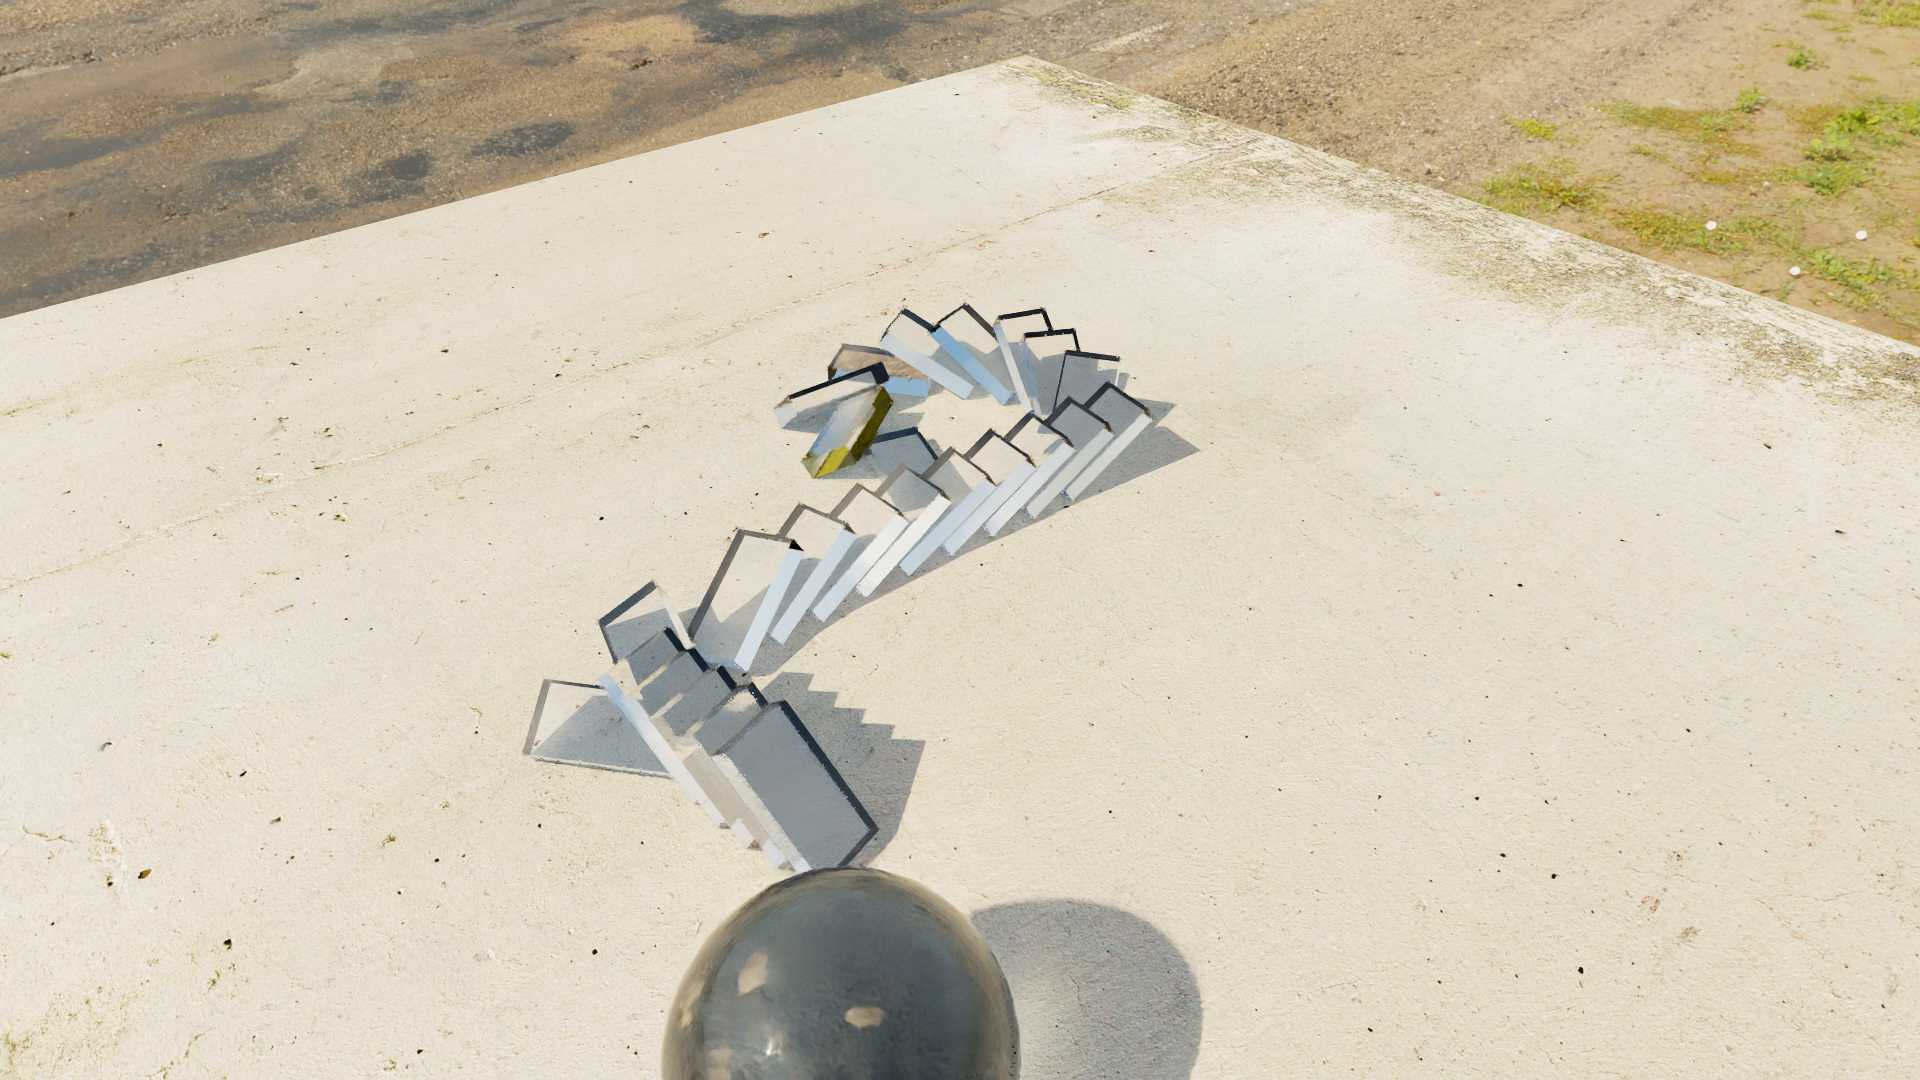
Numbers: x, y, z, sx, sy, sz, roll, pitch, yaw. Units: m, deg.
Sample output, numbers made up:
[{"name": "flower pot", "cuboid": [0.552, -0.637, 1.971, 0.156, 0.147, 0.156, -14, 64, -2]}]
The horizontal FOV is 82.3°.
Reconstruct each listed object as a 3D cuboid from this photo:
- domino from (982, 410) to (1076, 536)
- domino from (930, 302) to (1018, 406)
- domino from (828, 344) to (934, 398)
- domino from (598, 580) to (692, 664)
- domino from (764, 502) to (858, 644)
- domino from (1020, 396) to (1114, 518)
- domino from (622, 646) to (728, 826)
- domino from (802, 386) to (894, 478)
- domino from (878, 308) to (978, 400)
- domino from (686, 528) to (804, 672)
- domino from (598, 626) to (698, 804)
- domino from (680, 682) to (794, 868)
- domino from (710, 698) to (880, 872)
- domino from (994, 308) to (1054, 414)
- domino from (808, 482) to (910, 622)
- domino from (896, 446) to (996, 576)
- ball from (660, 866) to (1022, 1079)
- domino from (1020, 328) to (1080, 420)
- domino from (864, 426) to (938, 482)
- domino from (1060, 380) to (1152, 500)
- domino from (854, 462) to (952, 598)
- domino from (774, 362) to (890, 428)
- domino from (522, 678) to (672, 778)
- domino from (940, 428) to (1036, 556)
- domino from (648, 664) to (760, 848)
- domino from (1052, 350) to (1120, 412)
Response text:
[{"name": "domino", "cuboid": [0.021, -0.028, 0.459, 0.050, 0.010, 0.025, -46, 52, -5]}, {"name": "domino", "cuboid": [0.012, -0.091, 0.536, 0.050, 0.010, 0.025, 44, 50, 4]}, {"name": "domino", "cuboid": [-0.038, -0.085, 0.547, 0.050, 0.010, 0.025, 9, 40, 10]}, {"name": "domino", "cuboid": [-0.109, 0.039, 0.388, 0.025, 0.010, 0.050, -37, 47, -3]}, {"name": "domino", "cuboid": [-0.063, 0.012, 0.411, 0.025, 0.010, 0.050, 22, 70, 31]}, {"name": "domino", "cuboid": [0.039, -0.035, 0.467, 0.050, 0.010, 0.025, -46, 54, -5]}, {"name": "domino", "cuboid": [-0.079, 0.061, 0.342, 0.010, 0.050, 0.025, -21, 16, 48]}, {"name": "domino", "cuboid": [-0.050, -0.049, 0.494, 0.025, 0.010, 0.050, -16, 31, 30]}, {"name": "domino", "cuboid": [-0.012, -0.091, 0.539, 0.050, 0.009, 0.025, 32, 43, -3]}, {"name": "domino", "cuboid": [-0.079, 0.021, 0.399, 0.025, 0.010, 0.050, 9, 63, 27]}, {"name": "domino", "cuboid": [-0.088, 0.056, 0.349, 0.010, 0.050, 0.025, -22, 16, 49]}, {"name": "domino", "cuboid": [-0.059, 0.071, 0.330, 0.009, 0.050, 0.025, -21, 16, 48]}, {"name": "domino", "cuboid": [-0.048, 0.075, 0.325, 0.009, 0.050, 0.025, -21, 16, 48]}, {"name": "domino", "cuboid": [0.036, -0.086, 0.528, 0.025, 0.010, 0.050, -13, 73, -18]}, {"name": "domino", "cuboid": [-0.046, 0.004, 0.421, 0.025, 0.009, 0.050, 33, 77, 34]}, {"name": "domino", "cuboid": [-0.012, -0.012, 0.440, 0.050, 0.010, 0.025, -45, 52, -7]}, {"name": "ball", "cuboid": [-0.026, 0.115, 0.247, 0.080, 0.080, 0.080, 0, 39, 0]}, {"name": "domino", "cuboid": [0.046, -0.074, 0.514, 0.025, 0.009, 0.050, -7, 72, -10]}, {"name": "domino", "cuboid": [-0.022, -0.030, 0.480, 0.025, 0.010, 0.050, -15, 42, -17]}, {"name": "domino", "cuboid": [0.056, -0.043, 0.476, 0.050, 0.010, 0.025, -45, 56, -5]}, {"name": "domino", "cuboid": [-0.030, -0.004, 0.431, 0.025, 0.009, 0.050, 35, 79, 35]}, {"name": "domino", "cuboid": [-0.060, -0.068, 0.515, 0.050, 0.009, 0.025, -25, 2, -27]}, {"name": "domino", "cuboid": [-0.114, 0.062, 0.360, 0.050, 0.009, 0.025, 6, 68, 7]}, {"name": "domino", "cuboid": [0.005, -0.020, 0.450, 0.050, 0.009, 0.025, -46, 52, -6]}, {"name": "domino", "cuboid": [-0.069, 0.066, 0.336, 0.009, 0.050, 0.025, -21, 16, 48]}, {"name": "domino", "cuboid": [0.056, -0.060, 0.495, 0.025, 0.009, 0.050, 10, 75, 11]}]
